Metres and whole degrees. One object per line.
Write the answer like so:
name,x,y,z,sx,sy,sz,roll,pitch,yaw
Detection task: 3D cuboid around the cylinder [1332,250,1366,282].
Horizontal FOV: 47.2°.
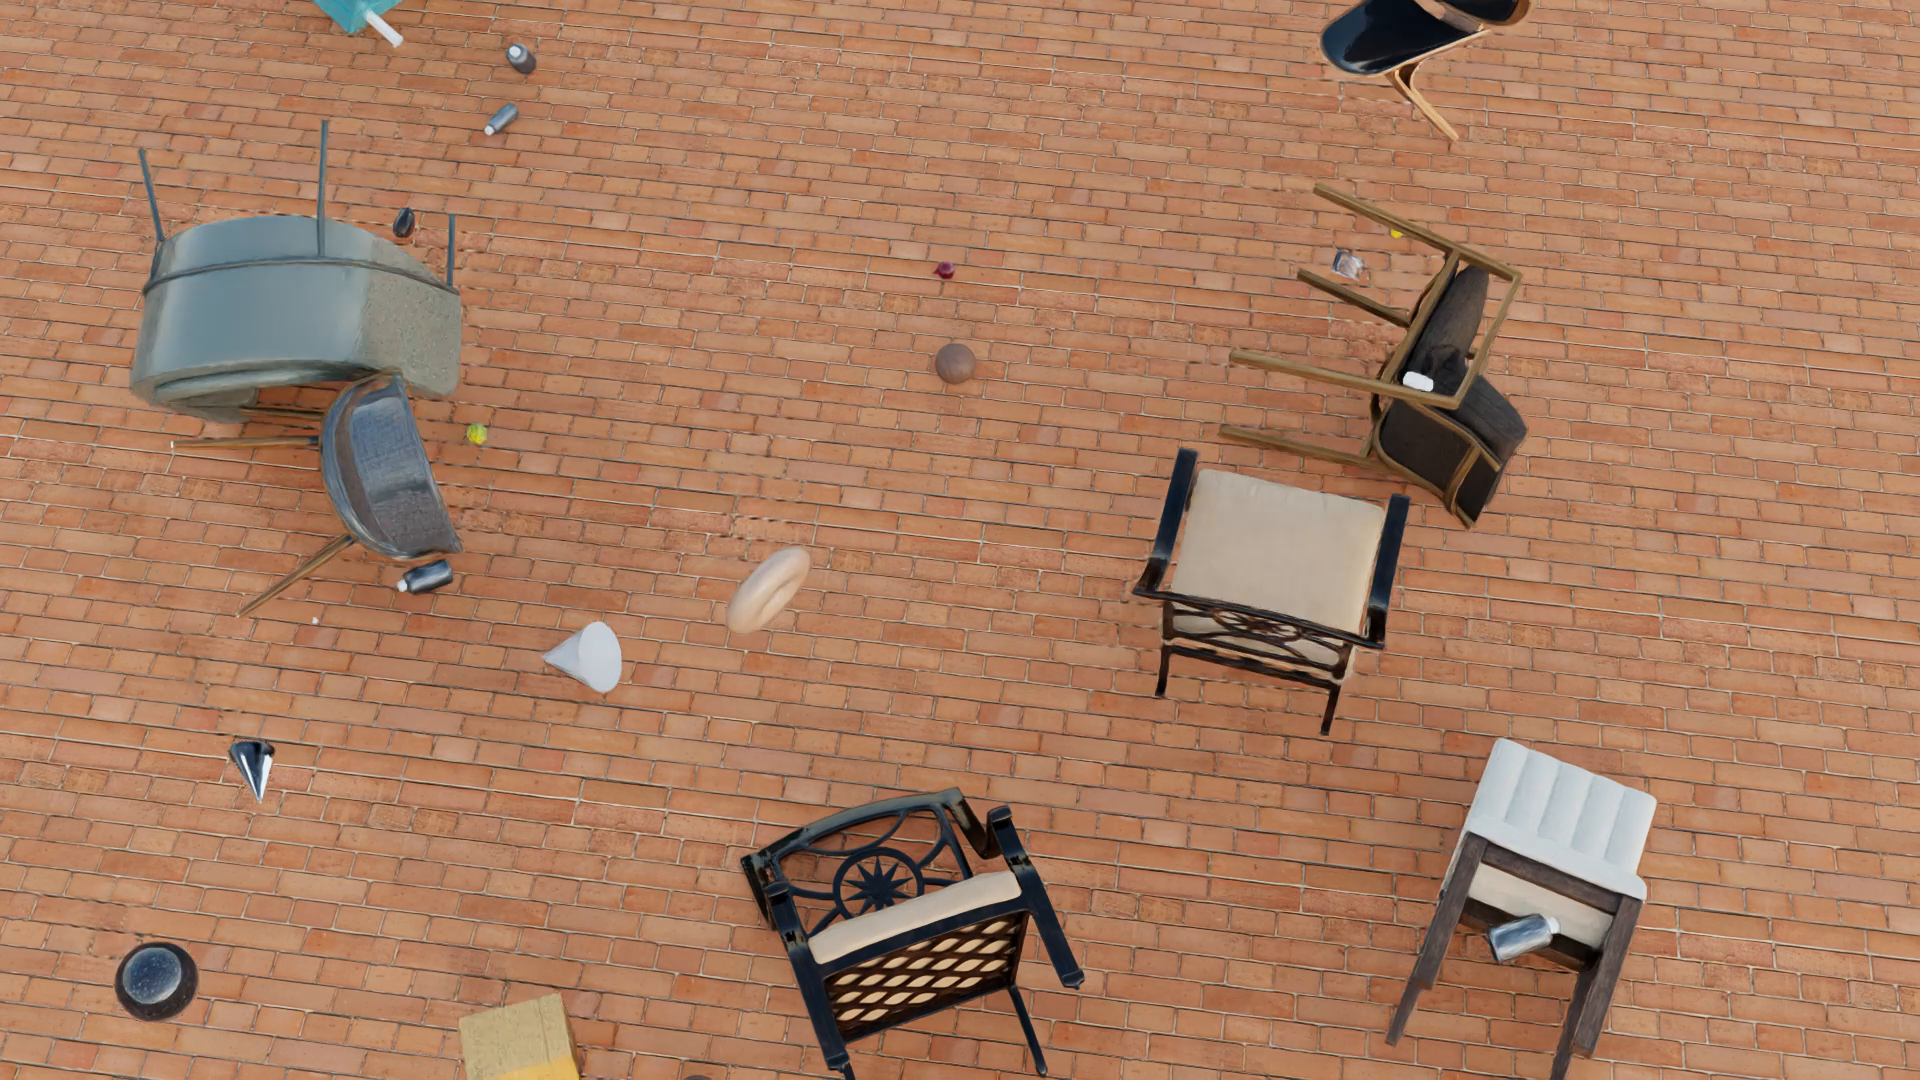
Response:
cylinder,1.255,-0.886,7.103,0.111,0.058,0.066,18,93,-26

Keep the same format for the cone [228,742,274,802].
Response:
cone,-1.942,0.655,6.063,0.130,0.083,0.189,9,42,-35

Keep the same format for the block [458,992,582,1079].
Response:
block,-1.108,1.302,5.562,0.258,0.202,0.179,-13,52,-8

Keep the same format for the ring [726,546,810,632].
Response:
ring,-0.486,0.124,5.577,0.074,0.275,0.279,41,49,11

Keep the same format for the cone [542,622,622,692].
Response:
cone,-1.116,0.337,6.291,0.223,0.211,0.180,-2,33,29

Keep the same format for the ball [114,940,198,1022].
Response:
ball,-1.869,1.026,5.116,0.185,0.185,0.185,0,56,0
